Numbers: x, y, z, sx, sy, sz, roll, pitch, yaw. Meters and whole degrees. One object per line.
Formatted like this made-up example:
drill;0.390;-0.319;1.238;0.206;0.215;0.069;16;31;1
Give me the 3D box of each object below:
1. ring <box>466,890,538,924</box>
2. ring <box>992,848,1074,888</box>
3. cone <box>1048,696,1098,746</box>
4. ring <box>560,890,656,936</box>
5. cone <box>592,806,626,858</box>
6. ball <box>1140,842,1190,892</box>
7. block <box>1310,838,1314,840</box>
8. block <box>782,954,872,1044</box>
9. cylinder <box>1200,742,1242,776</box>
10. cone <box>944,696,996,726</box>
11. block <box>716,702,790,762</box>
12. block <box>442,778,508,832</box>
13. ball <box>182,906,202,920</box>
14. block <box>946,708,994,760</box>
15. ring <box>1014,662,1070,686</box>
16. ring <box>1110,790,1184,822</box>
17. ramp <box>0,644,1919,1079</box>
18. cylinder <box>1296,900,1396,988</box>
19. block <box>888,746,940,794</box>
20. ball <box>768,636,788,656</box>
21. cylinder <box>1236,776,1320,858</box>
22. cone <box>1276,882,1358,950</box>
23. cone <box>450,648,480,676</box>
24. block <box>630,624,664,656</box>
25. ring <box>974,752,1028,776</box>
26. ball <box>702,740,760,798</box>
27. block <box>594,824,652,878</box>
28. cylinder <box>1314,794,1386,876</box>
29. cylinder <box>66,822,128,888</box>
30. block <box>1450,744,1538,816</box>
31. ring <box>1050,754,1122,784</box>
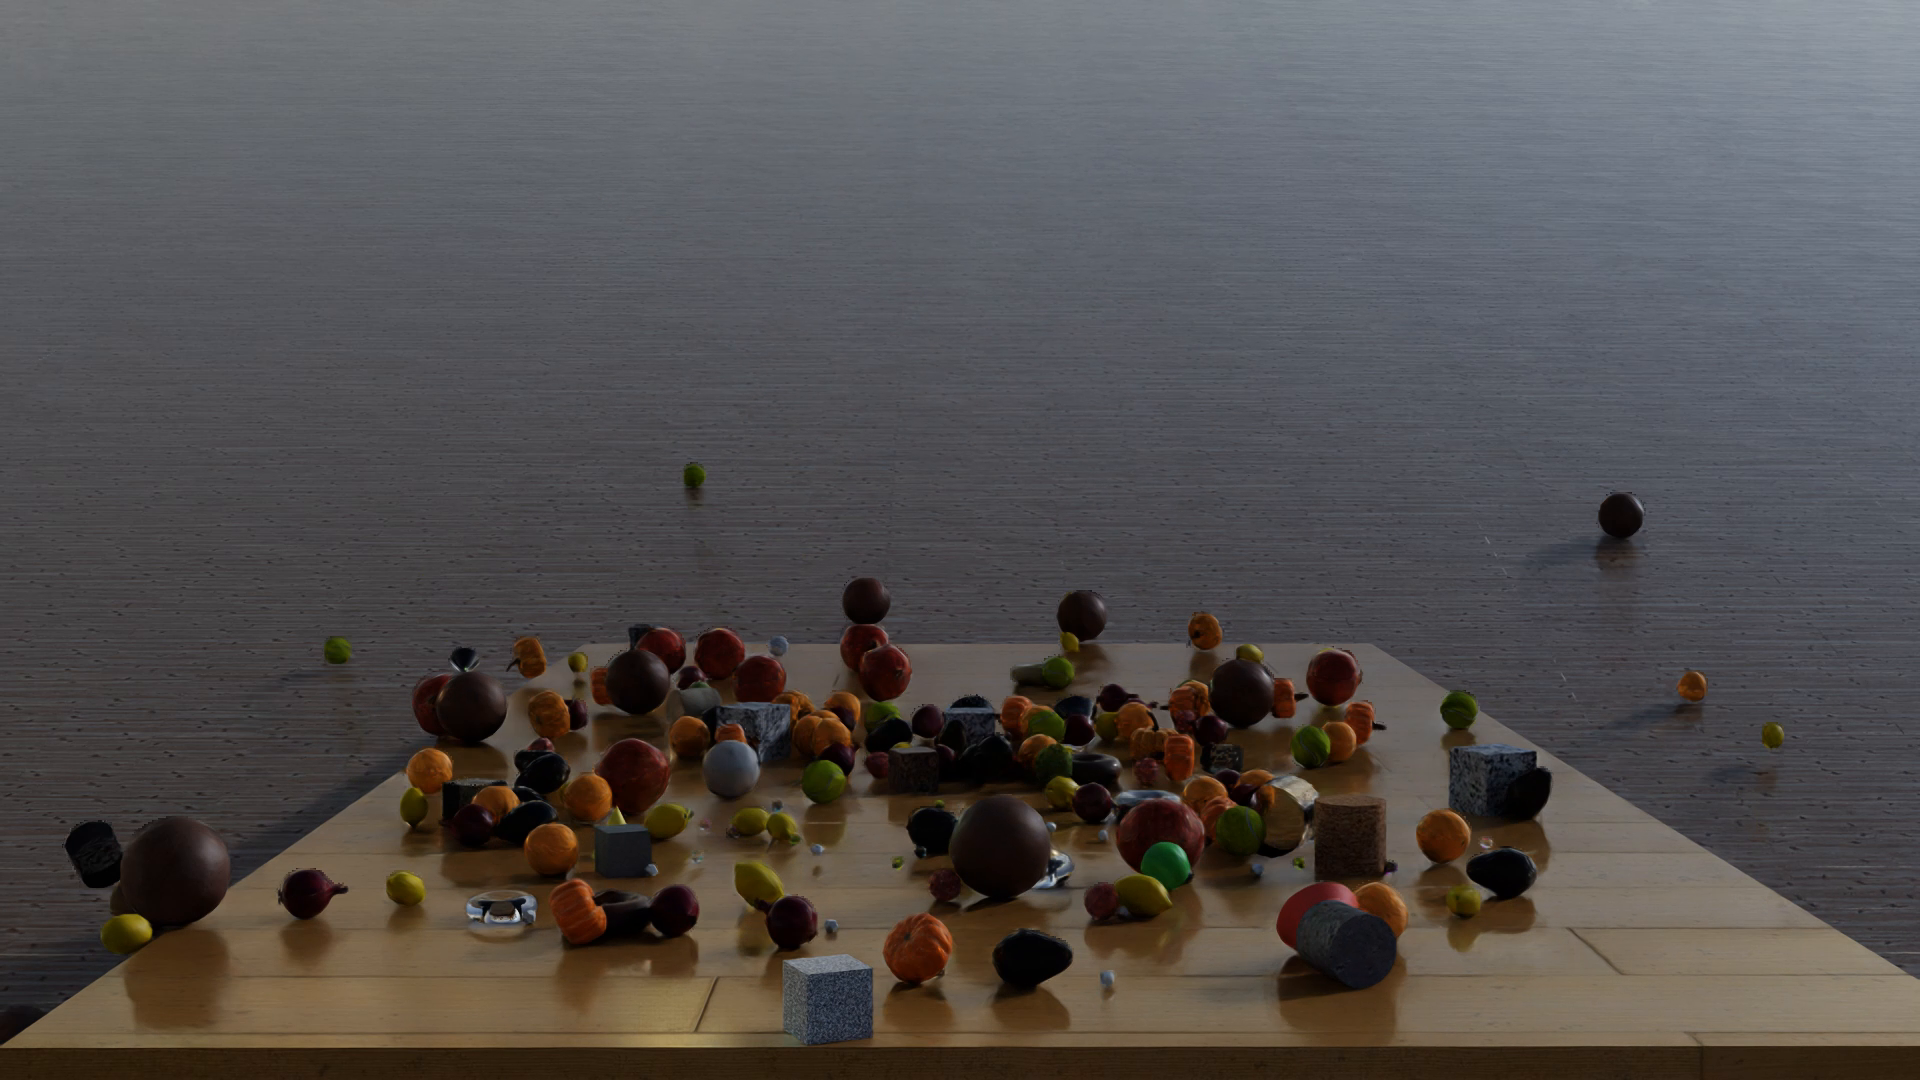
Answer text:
ring;-0.561;0.450;3.148;0.088;0.029;0.088;-1;4;0
ring;0.095;0.431;3.368;0.109;0.036;0.109;-5;6;0
cone;0.218;0.351;4.695;0.094;0.094;0.094;-4;31;-12
ring;-0.423;0.449;3.088;0.115;0.038;0.115;-1;4;0
cone;-0.476;0.403;3.564;0.072;0.072;0.072;0;3;0
ball;0.265;0.422;3.318;0.063;0.063;0.063;0;20;0
block;0.527;0.404;3.706;0.053;0.053;0.053;2;4;34
block;-0.133;0.462;2.585;0.070;0.070;0.070;-2;4;-24
cylinder;0.439;0.368;4.307;0.052;0.052;0.052;4;19;35
cone;0.028;0.351;4.683;0.096;0.096;0.096;-4;31;-11
block;-0.362;0.337;4.510;0.093;0.093;0.093;2;4;34
block;-0.719;0.392;3.811;0.066;0.066;0.066;2;4;36
ball;-1.574;0.787;5.308;0.063;0.063;0.063;0;20;0
block;0.018;0.341;4.522;0.083;0.083;0.083;0;3;-3
ring;0.179;0.295;5.652;0.126;0.042;0.126;0;2;0
ring;0.283;0.402;3.882;0.110;0.037;0.110;-1;4;0
ramp;0.048;0.432;4.533;2.000;0.100;4.000;0;3;0
cylinder;0.423;0.442;2.815;0.081;0.081;0.081;-7;6;-19
block;-0.075;0.372;4.158;0.064;0.064;0.064;-1;4;-21
ball;-0.441;0.256;6.234;0.050;0.050;0.050;0;20;0
cylinder;0.448;0.387;3.599;0.100;0.100;0.100;9;7;22
cone;0.420;0.456;2.899;0.098;0.098;0.098;-5;31;-12
cone;-1.262;0.325;6.548;0.073;0.073;0.073;-4;30;-10
block;-0.766;0.244;6.274;0.069;0.069;0.069;0;3;4
ring;0.070;0.378;4.334;0.093;0.031;0.093;1;2;0
ball;-0.363;0.363;4.066;0.093;0.093;0.093;0;20;0
block;-0.452;0.416;3.442;0.060;0.060;0.060;-2;4;-25
cylinder;0.525;0.397;3.457;0.095;0.095;0.095;0;3;0
cylinder;-1.701;0.621;5.065;0.093;0.093;0.093;-6;40;5
block;0.819;0.369;3.949;0.094;0.094;0.094;-2;4;-25
ring;0.210;0.379;4.247;0.119;0.040;0.119;-1;4;0
